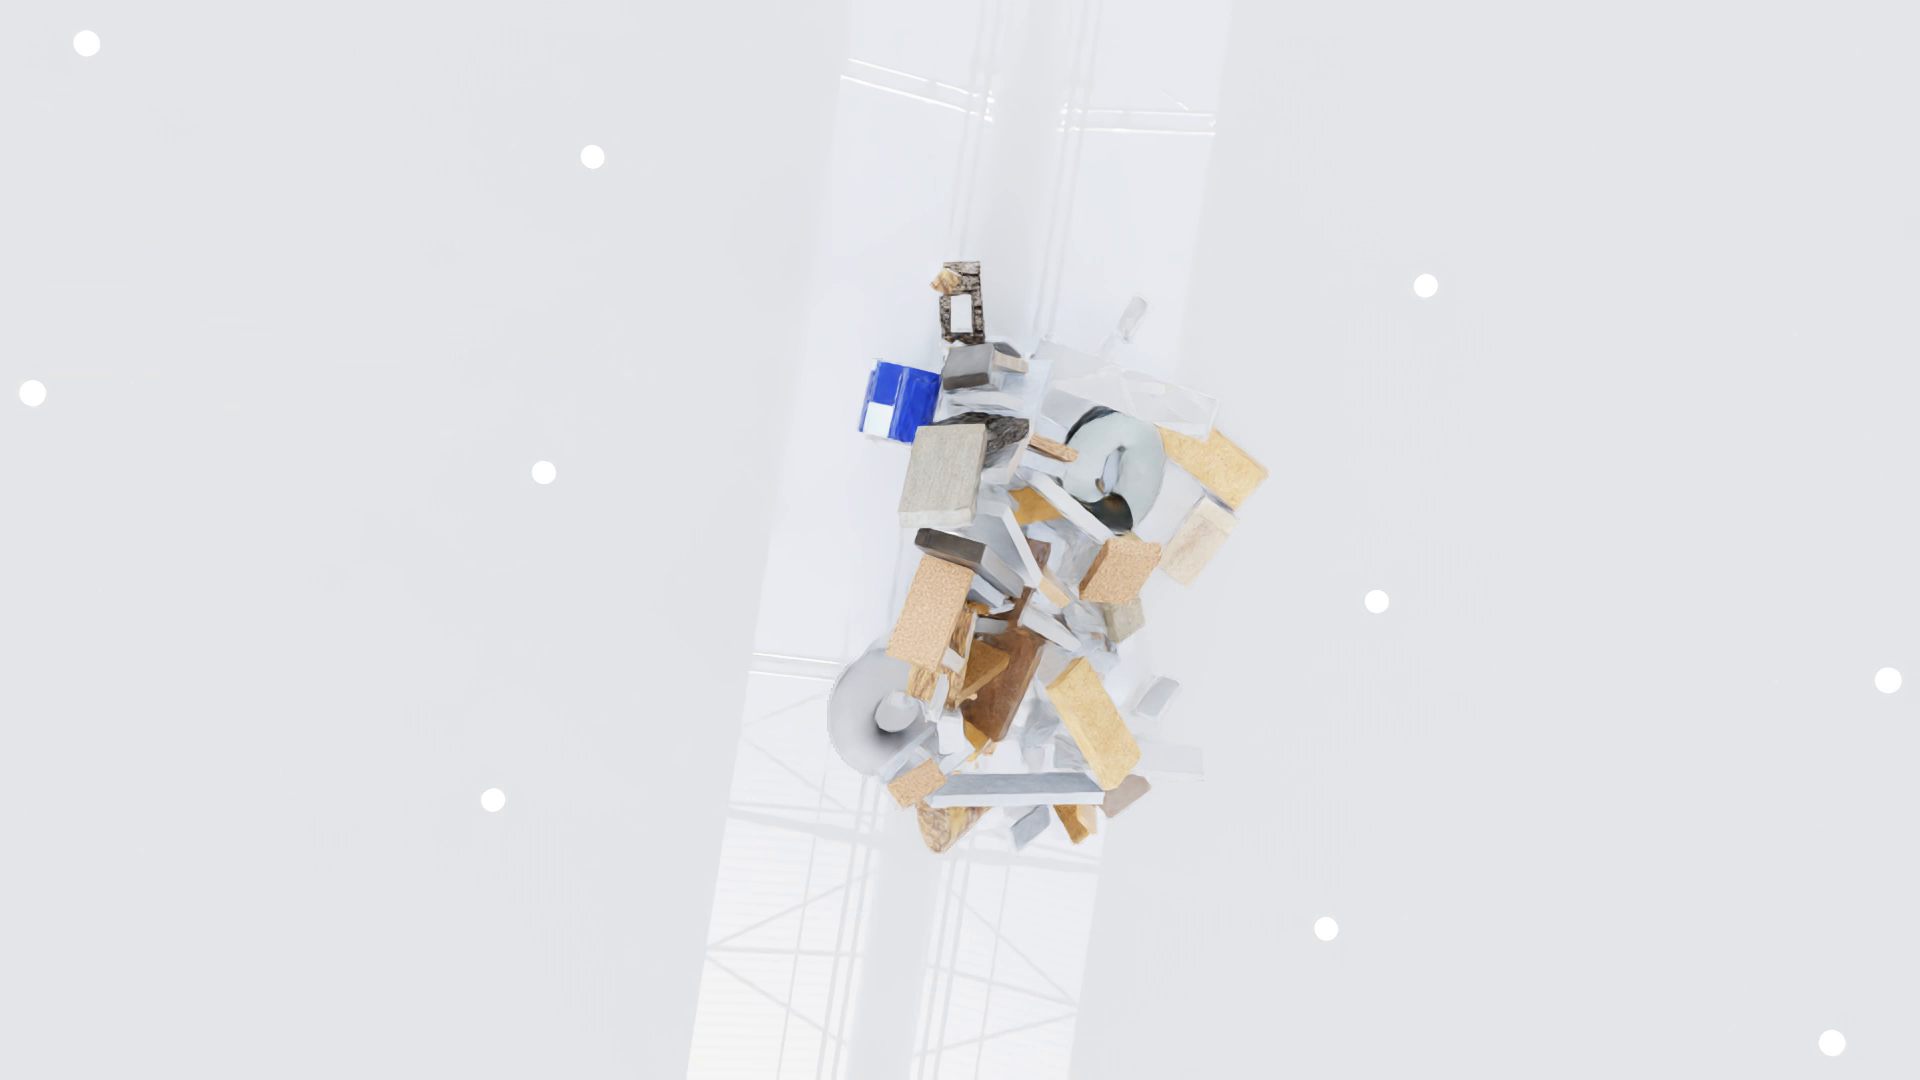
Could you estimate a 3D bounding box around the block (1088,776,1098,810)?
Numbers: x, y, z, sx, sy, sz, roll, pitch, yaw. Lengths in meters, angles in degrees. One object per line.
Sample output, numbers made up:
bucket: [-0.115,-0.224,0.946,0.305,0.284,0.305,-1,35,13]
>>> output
block: [0.413,0.812,5.281,0.021,0.146,0.073,16,99,-14]

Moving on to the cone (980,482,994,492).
cone: [0.093,-0.257,5.235,0.151,0.151,0.151,42,102,0]

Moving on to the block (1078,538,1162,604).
block: [0.460,0.093,4.772,0.157,0.314,0.044,6,61,-10]

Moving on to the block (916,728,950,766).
block: [-0.057,0.553,4.418,0.075,0.149,0.021,36,114,11]

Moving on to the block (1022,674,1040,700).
block: [0.207,0.427,5.225,0.060,0.017,0.153,-13,86,27]

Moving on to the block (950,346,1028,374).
block: [0.081,-0.493,4.531,0.117,0.284,0.033,7,91,24]

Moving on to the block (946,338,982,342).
block: [0.012,-0.640,5.068,0.113,0.227,0.032,-4,90,1]

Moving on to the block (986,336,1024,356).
block: [0.124,-0.542,4.608,0.061,0.122,0.017,4,78,26]

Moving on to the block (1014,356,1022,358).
block: [0.089,-0.554,5.052,0.059,0.270,0.017,-34,111,-26]

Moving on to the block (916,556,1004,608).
block: [0.006,0.108,4.125,0.127,0.402,0.036,15,83,16]

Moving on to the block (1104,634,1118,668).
block: [0.483,0.334,5.270,0.020,0.069,0.138,-1,47,-4]

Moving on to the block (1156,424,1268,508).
block: [0.791,-0.302,5.440,0.440,0.044,0.157,39,116,1]

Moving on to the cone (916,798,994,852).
cone: [0.018,0.887,5.445,0.246,0.246,0.246,-6,90,-27]

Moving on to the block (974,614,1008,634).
block: [0.016,0.208,4.300,0.134,0.268,0.038,14,90,21]

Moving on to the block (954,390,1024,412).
block: [0.079,-0.362,4.294,0.117,0.234,0.033,4,91,18]

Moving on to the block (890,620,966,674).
block: [-0.075,0.259,4.014,0.127,0.254,0.036,27,83,17]

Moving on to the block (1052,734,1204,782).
block: [0.507,0.656,4.970,0.446,0.105,0.030,5,133,5]

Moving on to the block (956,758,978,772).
block: [-0.005,0.620,5.033,0.105,0.030,0.210,5,128,13]

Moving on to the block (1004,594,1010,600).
block: [0.106,0.133,4.445,0.069,0.139,0.020,15,106,20]

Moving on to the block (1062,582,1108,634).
block: [0.404,0.215,5.141,0.039,0.278,0.139,-25,70,28]

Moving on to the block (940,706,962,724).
block: [-0.038,0.427,4.270,0.052,0.351,0.015,12,96,-7]

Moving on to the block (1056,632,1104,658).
block: [0.375,0.332,5.165,0.138,0.020,0.069,14,67,-4]

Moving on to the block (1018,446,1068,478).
block: [0.171,-0.238,4.570,0.148,0.295,0.042,27,97,28]

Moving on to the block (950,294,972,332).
block: [0.003,-0.671,4.884,0.063,0.018,0.127,-1,57,1]

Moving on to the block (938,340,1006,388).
block: [0.097,-0.475,4.751,0.017,0.642,0.061,-30,72,19]

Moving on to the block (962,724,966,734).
block: [-0.020,0.514,4.451,0.067,0.134,0.019,23,101,0]

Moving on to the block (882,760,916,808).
block: [-0.146,0.640,4.339,0.021,0.149,0.075,-37,91,28]

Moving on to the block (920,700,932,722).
block: [-0.066,0.444,4.391,0.067,0.146,0.019,-4,106,-7]

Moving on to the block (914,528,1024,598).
block: [0.031,0.059,4.045,0.165,0.555,0.047,16,83,14]

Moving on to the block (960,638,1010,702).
block: [0.004,0.345,4.386,0.134,0.348,0.038,25,112,17]

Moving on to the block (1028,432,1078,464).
block: [0.207,-0.285,4.740,0.251,0.126,0.036,22,87,-13]

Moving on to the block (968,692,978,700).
block: [-0.010,0.402,4.568,0.121,0.061,0.017,30,100,-35]

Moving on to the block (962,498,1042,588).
block: [0.101,0.006,4.349,0.148,0.341,0.042,12,62,27]

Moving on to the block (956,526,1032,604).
block: [0.108,0.098,5.236,0.228,0.228,0.228,-2,77,1]

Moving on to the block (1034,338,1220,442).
block: [0.474,-0.445,4.849,0.601,0.036,0.126,23,102,28]

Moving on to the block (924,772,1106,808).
block: [0.146,0.722,4.773,0.567,0.129,0.036,4,108,-28]

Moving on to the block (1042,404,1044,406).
block: [0.211,-0.465,5.249,0.059,0.017,0.118,-35,92,-29]

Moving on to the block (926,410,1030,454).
block: [0.040,-0.270,4.134,0.165,0.330,0.047,10,105,21]

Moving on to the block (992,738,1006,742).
block: [0.059,0.478,4.973,0.167,0.047,0.335,2,133,0]

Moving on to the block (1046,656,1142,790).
block: [0.394,0.534,4.811,0.047,0.167,0.353,-19,106,44]

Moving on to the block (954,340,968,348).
block: [0.041,-0.556,4.938,0.127,0.063,0.018,30,92,-40]

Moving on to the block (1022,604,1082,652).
block: [0.204,0.218,4.768,0.039,0.477,0.137,-50,59,5]

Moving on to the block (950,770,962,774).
block: [0.007,0.677,5.220,0.076,0.021,0.151,35,103,-19]

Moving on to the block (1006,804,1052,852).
block: [0.224,0.928,5.335,0.021,0.347,0.073,-13,91,22]

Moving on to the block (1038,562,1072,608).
block: [0.233,0.096,4.746,0.039,0.274,0.137,-34,63,8]

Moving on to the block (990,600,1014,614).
block: [0.088,0.170,4.400,0.069,0.139,0.020,23,101,22]

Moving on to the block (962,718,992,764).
block: [0.032,0.537,4.708,0.129,0.257,0.036,31,116,10]

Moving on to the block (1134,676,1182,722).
block: [0.643,0.514,5.350,0.082,0.023,0.164,16,51,34]
